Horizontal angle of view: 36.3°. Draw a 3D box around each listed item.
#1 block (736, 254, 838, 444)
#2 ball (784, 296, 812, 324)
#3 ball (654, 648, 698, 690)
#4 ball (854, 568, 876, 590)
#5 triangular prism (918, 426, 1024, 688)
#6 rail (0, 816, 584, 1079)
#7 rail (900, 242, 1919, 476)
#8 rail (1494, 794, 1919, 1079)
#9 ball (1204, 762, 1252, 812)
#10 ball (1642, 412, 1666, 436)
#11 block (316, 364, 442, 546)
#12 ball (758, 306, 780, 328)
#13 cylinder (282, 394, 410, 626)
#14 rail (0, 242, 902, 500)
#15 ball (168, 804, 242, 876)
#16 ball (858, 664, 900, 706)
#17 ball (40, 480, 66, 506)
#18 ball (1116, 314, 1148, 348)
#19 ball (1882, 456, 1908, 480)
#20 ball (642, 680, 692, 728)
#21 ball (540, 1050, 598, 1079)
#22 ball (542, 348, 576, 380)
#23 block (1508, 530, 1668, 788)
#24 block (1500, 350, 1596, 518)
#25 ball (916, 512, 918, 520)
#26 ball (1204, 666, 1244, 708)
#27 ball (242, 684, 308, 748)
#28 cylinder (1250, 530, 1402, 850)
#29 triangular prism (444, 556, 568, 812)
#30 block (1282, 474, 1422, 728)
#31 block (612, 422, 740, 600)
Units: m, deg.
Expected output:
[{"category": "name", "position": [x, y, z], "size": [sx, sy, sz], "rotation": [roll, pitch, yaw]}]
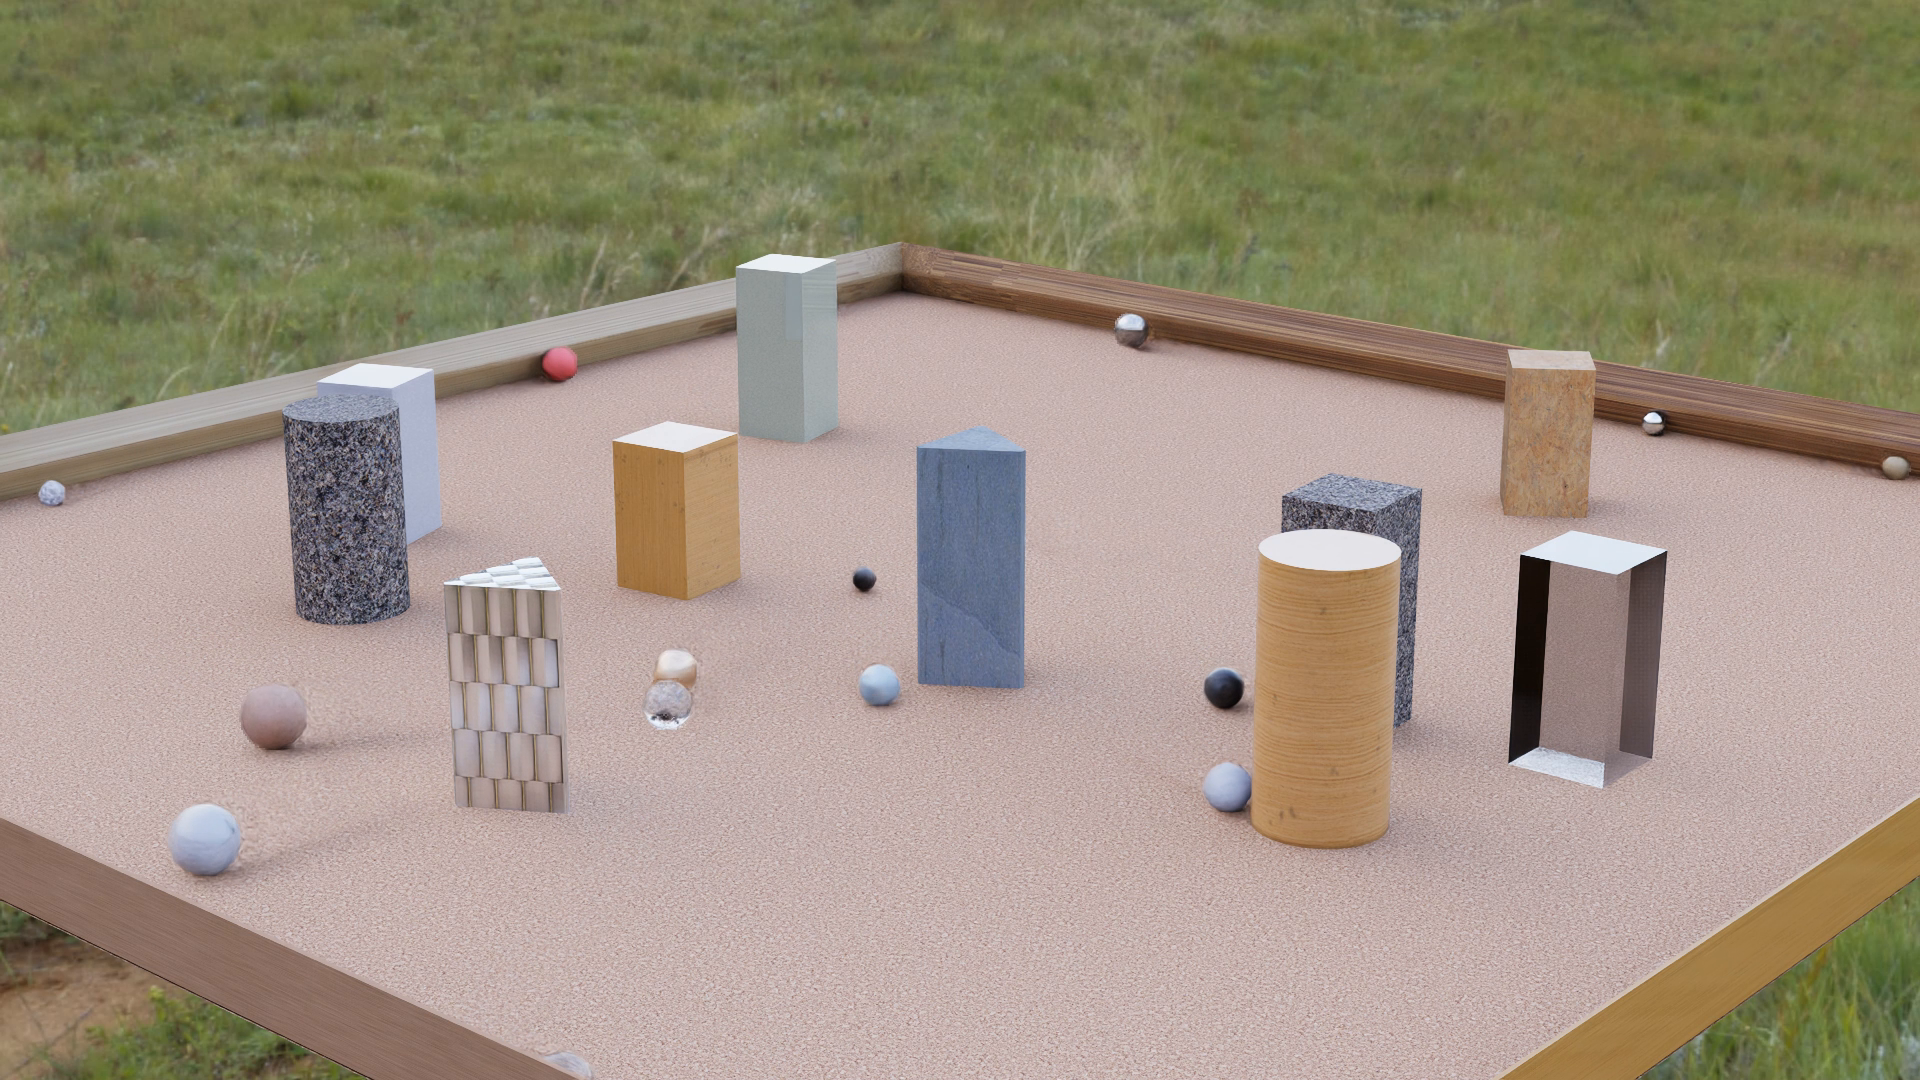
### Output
[{"category": "block", "position": [-0.362, -0.404, 6.162], "size": [0.155, 0.360, 0.155], "rotation": [8, 18, 24]}, {"category": "ball", "position": [-0.399, -0.566, 7.200], "size": [0.071, 0.071, 0.071], "rotation": [0, 17, 0]}, {"category": "ball", "position": [-0.450, 0.207, 4.640], "size": [0.070, 0.070, 0.070], "rotation": [0, 17, 0]}, {"category": "ball", "position": [-0.167, 0.068, 5.149], "size": [0.041, 0.041, 0.041], "rotation": [0, 17, 0]}, {"category": "triangular prism", "position": [0.026, 0.025, 4.689], "size": [0.168, 0.391, 0.145], "rotation": [2, 17, 7]}, {"category": "rail", "position": [-1.186, 0.426, 3.813], "size": [3.586, 0.126, 0.045], "rotation": [14, 22, 39]}, {"category": "rail", "position": [1.186, -0.363, 6.428], "size": [3.586, 0.126, 0.045], "rotation": [14, 22, 39]}, {"category": "rail", "position": [1.336, 0.367, 4.010], "size": [0.045, 0.126, 3.665], "rotation": [14, 22, 39]}, {"category": "ball", "position": [0.380, 0.351, 4.163], "size": [0.070, 0.070, 0.070], "rotation": [0, 17, 0]}, {"category": "ball", "position": [1.461, -0.246, 6.174], "size": [0.050, 0.050, 0.050], "rotation": [0, 17, 0]}, {"category": "block", "position": [-1.077, -0.158, 5.445], "size": [0.155, 0.303, 0.155], "rotation": [6, 18, 18]}, {"category": "ball", "position": [-0.467, -0.543, 7.157], "size": [0.052, 0.052, 0.052], "rotation": [0, 17, 0]}, {"category": "cylinder", "position": [-1.047, -0.054, 5.009], "size": [0.194, 0.355, 0.194], "rotation": [0, 17, 0]}, {"category": "rail", "position": [-1.336, -0.304, 6.231], "size": [0.045, 0.126, 3.665], "rotation": [14, 22, 39]}, {"category": "ball", "position": [-1.016, 0.403, 3.944], "size": [0.096, 0.096, 0.096], "rotation": [0, 17, 0]}, {"category": "ball", "position": [-0.127, 0.227, 4.584], "size": [0.064, 0.064, 0.064], "rotation": [0, 17, 0]}, {"category": "ball", "position": [-1.754, -0.091, 5.664], "size": [0.048, 0.048, 0.048], "rotation": [0, 17, 0]}, {"category": "ball", "position": [0.408, -0.496, 6.952], "size": [0.079, 0.079, 0.079], "rotation": [0, 17, 0]}, {"category": "ball", "position": [1.862, -0.144, 5.838], "size": [0.049, 0.049, 0.049], "rotation": [0, 17, 0]}, {"category": "ball", "position": [-0.448, 0.251, 4.483], "size": [0.075, 0.075, 0.075], "rotation": [0, 17, 0]}, {"category": "ball", "position": [-0.445, 0.612, 3.277], "size": [0.081, 0.081, 0.081], "rotation": [0, 17, 0]}, {"category": "ball", "position": [-0.908, -0.398, 6.634], "size": [0.075, 0.075, 0.075], "rotation": [0, 17, 0]}, {"category": "block", "position": [0.922, 0.173, 4.309], "size": [0.155, 0.325, 0.155], "rotation": [13, 21, 38]}, {"category": "block", "position": [1.126, -0.205, 5.627], "size": [0.155, 0.289, 0.155], "rotation": [2, 17, 7]}, {"category": "ball", "position": [-0.050, -0.045, 5.485], "size": [0.063, 0.063, 0.063], "rotation": [0, 17, 0]}, {"category": "ball", "position": [0.412, 0.230, 4.574], "size": [0.064, 0.064, 0.064], "rotation": [0, 17, 0]}, {"category": "ball", "position": [-1.029, 0.264, 4.402], "size": [0.097, 0.097, 0.097], "rotation": [0, 17, 0]}, {"category": "cylinder", "position": [0.506, 0.205, 4.069], "size": [0.194, 0.402, 0.194], "rotation": [0, 17, 0]}, {"category": "triangular prism", "position": [-0.626, 0.203, 4.197], "size": [0.168, 0.333, 0.145], "rotation": [3, 17, 10]}, {"category": "block", "position": [0.590, 0.105, 4.460], "size": [0.155, 0.369, 0.155], "rotation": [11, 20, 33]}, {"category": "block", "position": [-0.497, -0.053, 5.160], "size": [0.155, 0.266, 0.155], "rotation": [10, 20, 31]}]
